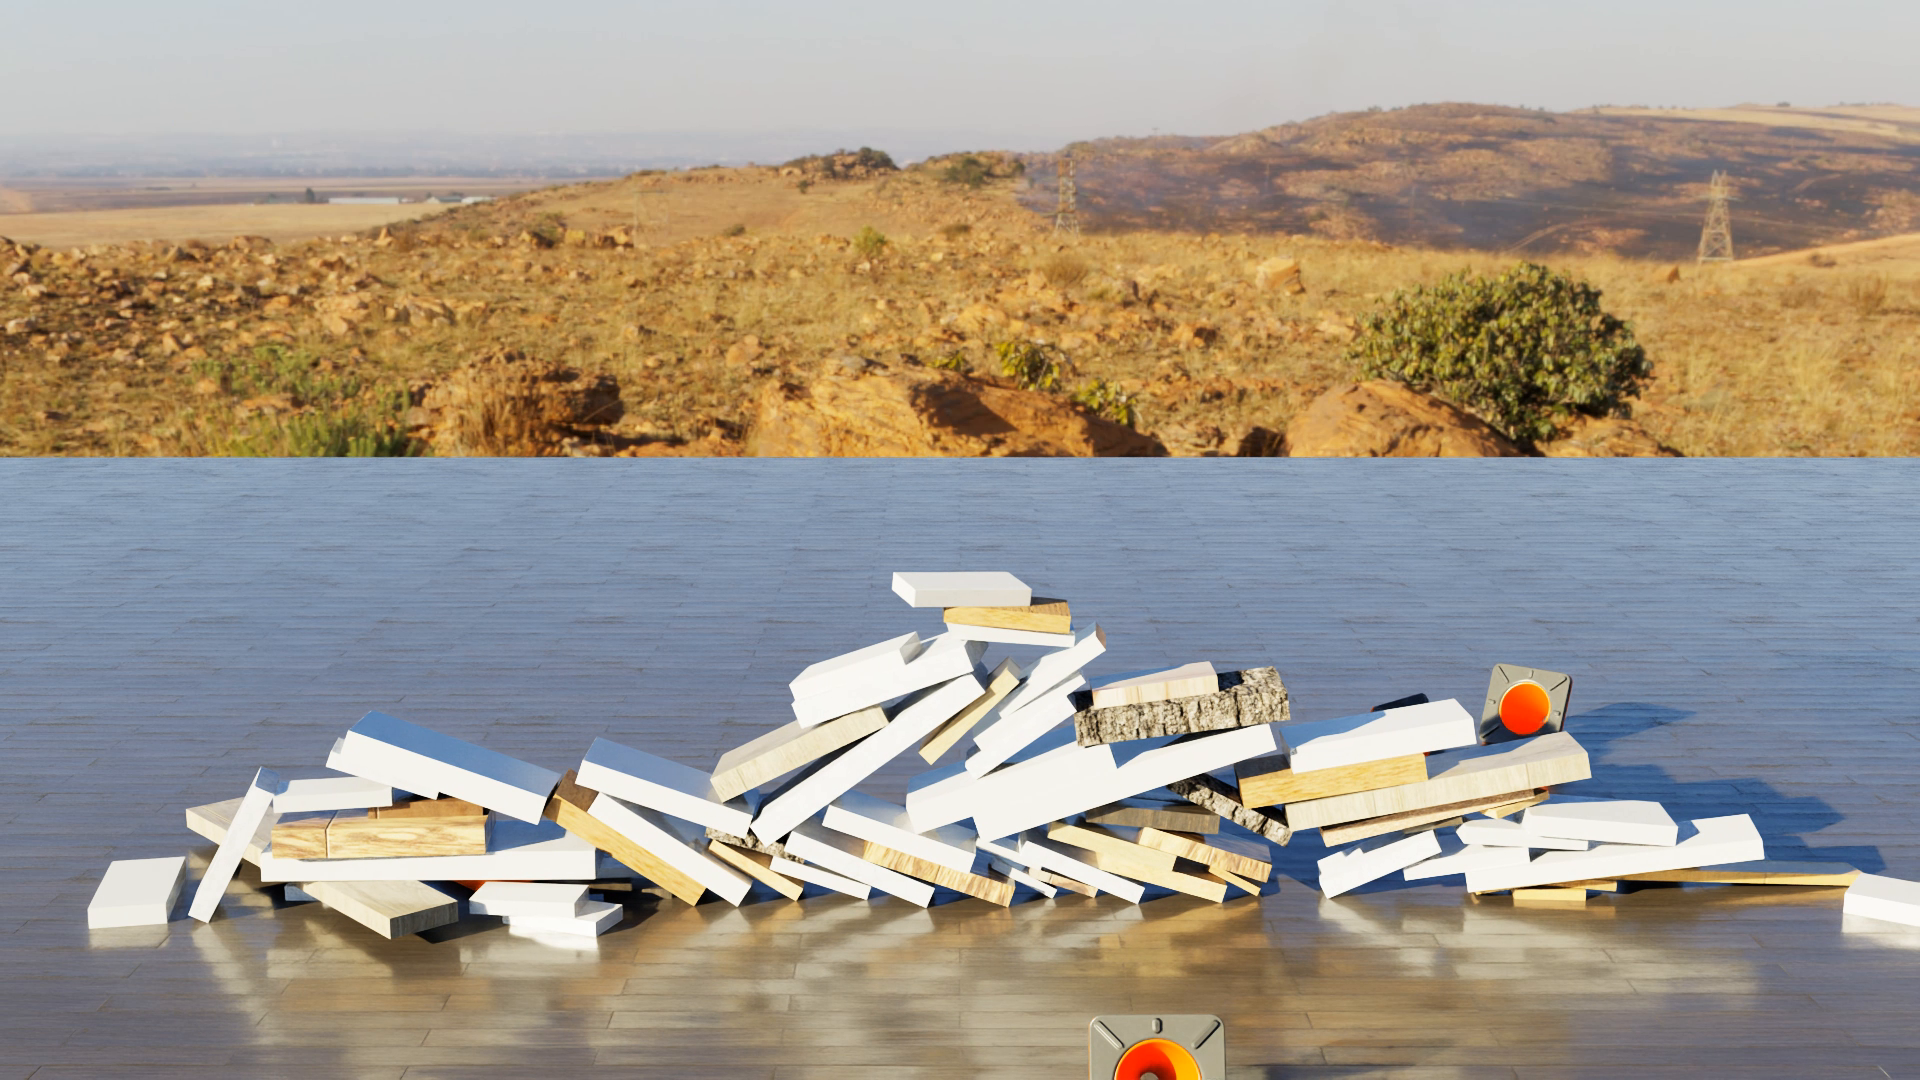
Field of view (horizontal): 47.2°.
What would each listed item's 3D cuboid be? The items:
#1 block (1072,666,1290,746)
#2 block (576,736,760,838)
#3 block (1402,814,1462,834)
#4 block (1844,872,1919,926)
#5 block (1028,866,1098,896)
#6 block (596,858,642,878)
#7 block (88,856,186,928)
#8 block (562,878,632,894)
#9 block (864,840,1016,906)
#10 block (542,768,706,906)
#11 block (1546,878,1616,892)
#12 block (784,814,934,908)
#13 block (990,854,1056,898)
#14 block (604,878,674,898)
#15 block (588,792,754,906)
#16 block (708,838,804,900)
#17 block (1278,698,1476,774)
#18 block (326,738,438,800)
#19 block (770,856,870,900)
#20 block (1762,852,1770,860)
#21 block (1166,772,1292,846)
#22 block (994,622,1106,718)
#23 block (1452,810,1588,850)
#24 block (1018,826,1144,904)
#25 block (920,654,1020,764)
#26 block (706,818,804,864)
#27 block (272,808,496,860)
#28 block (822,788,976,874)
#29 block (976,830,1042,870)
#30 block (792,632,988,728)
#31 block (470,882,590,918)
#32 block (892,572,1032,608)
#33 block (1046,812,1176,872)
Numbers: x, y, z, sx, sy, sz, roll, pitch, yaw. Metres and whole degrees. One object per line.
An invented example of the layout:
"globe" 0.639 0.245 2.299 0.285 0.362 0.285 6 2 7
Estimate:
"block" 0.358 0.272 3.608 0.343 0.049 0.171 -7 10 2
"block" -0.482 0.410 3.651 0.290 0.041 0.145 19 10 -3
"block" 0.783 0.462 3.643 0.097 0.014 0.049 -12 13 16
"block" 1.570 0.593 3.561 0.237 0.034 0.118 7 13 33
"block" 0.170 0.562 3.670 0.114 0.016 0.057 19 10 -7
"block" -0.568 0.547 3.674 0.113 0.016 0.057 1 10 -23
"block" -1.355 0.580 3.630 0.118 0.033 0.236 -2 11 -12
"block" -0.603 0.570 3.645 0.113 0.016 0.057 -2 11 -11
"block" -0.035 0.534 3.654 0.251 0.036 0.126 19 10 -5
"block" -0.548 0.493 3.661 0.290 0.041 0.145 33 9 -7
"block" 1.031 0.564 3.671 0.115 0.016 0.058 4 10 4
"block" -0.164 0.527 3.649 0.251 0.036 0.126 23 9 -4
"block" 0.106 0.556 3.667 0.114 0.016 0.057 27 9 -6
"block" -0.534 0.581 3.672 0.113 0.016 0.057 0 11 0
"block" -0.474 0.493 3.659 0.290 0.041 0.145 33 9 -5
"block" -0.338 0.537 3.666 0.168 0.024 0.084 30 9 -5
"block" 0.688 0.324 3.642 0.299 0.042 0.149 -10 8 3
"block" -0.941 0.375 3.612 0.183 0.026 0.091 19 6 -11
"block" -0.231 0.551 3.674 0.168 0.024 0.084 18 10 -3
"block" 1.366 0.552 3.825 0.067 0.019 0.133 1 11 7
"block" 0.447 0.435 3.652 0.217 0.031 0.108 26 8 2
"block" 0.147 0.212 3.594 0.203 0.029 0.101 -35 7 10
"block" 0.926 0.477 3.649 0.203 0.029 0.102 3 13 -2
"block" 0.201 0.536 3.660 0.211 0.030 0.105 22 10 -4
"block" 0.017 0.277 3.598 0.200 0.028 0.100 -44 6 10
"block" -0.338 0.492 3.665 0.168 0.024 0.084 16 10 -6
"block" -0.941 0.470 3.609 0.334 0.047 0.167 -1 10 -6
"block" -0.099 0.476 3.634 0.251 0.036 0.126 19 10 -3
"block" 0.081 0.514 3.656 0.114 0.016 0.057 20 10 -4
"block" -0.113 0.221 3.612 0.305 0.043 0.153 -19 9 14
"block" -0.692 0.578 3.535 0.171 0.024 0.086 1 11 6
"block" 0.003 0.080 3.559 0.202 0.029 0.101 0 15 -22
"block" 0.250 0.493 3.649 0.211 0.030 0.105 16 10 -2
